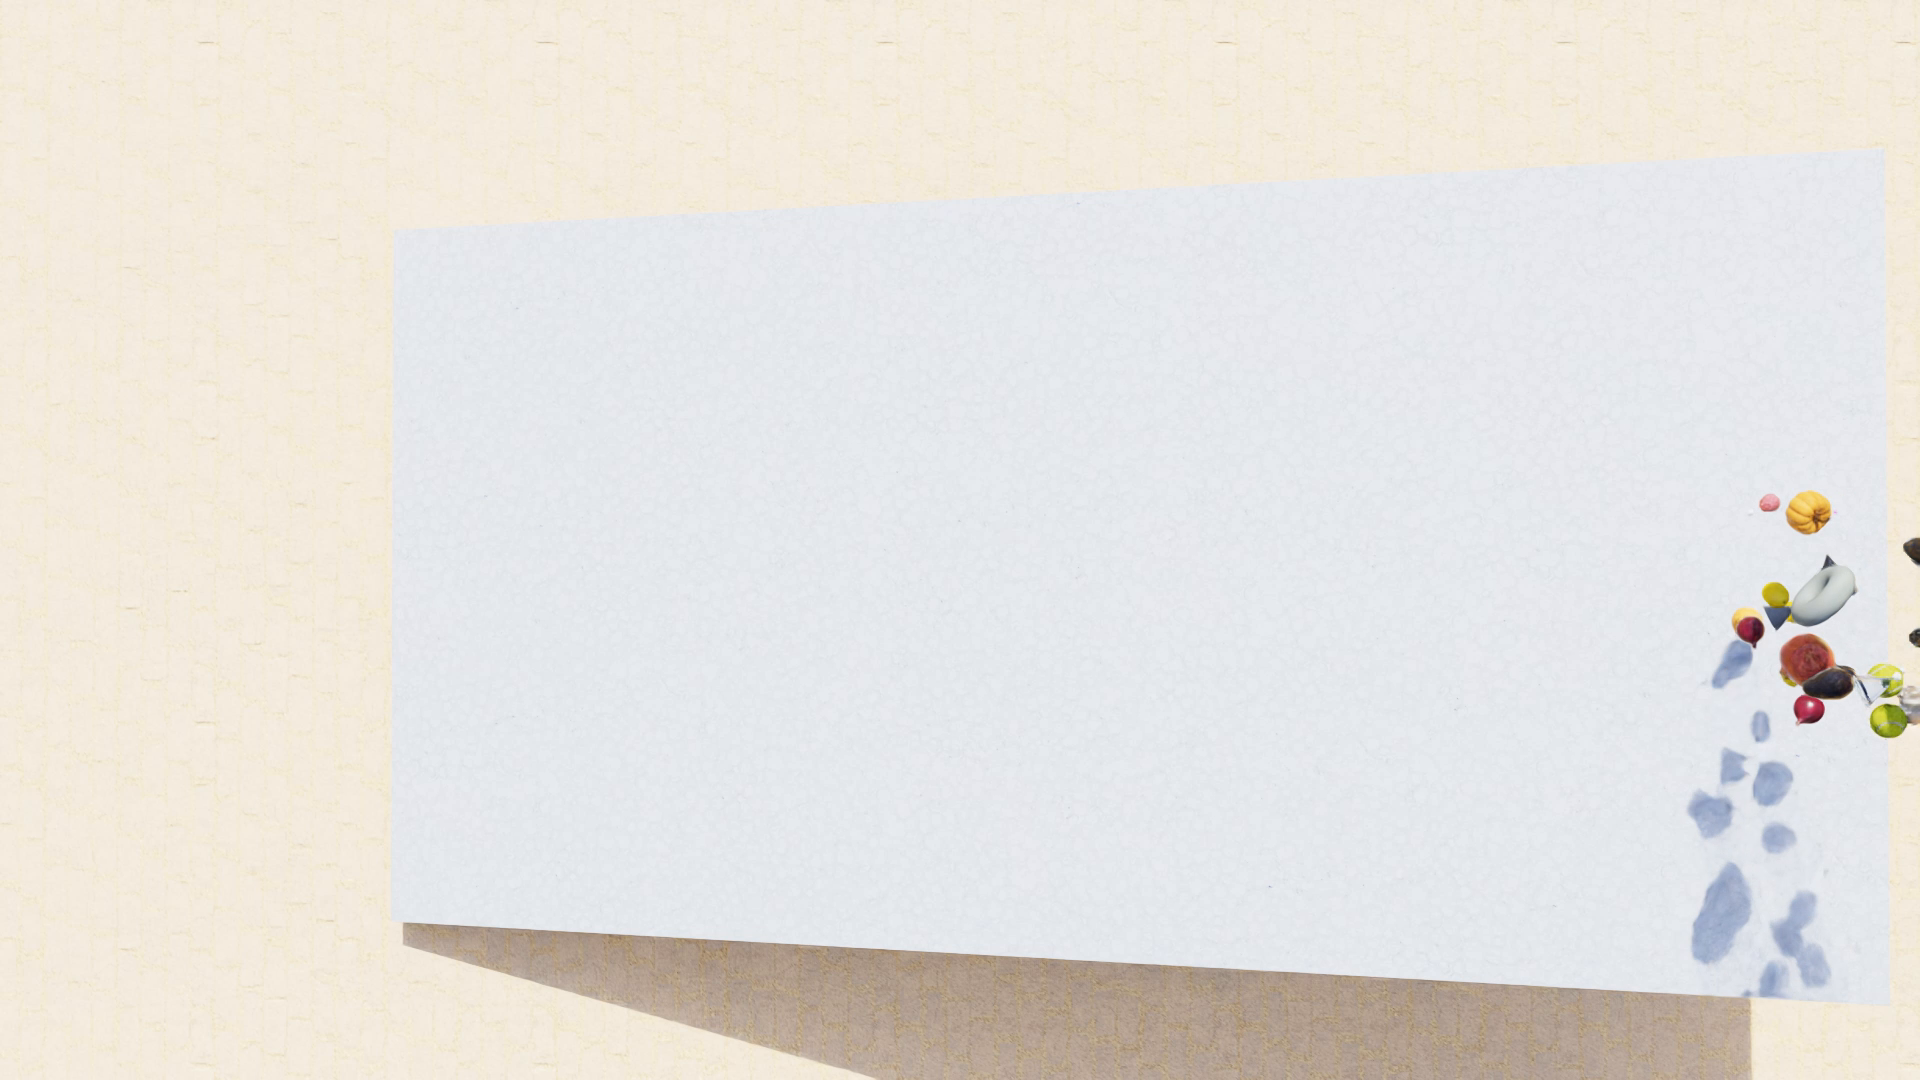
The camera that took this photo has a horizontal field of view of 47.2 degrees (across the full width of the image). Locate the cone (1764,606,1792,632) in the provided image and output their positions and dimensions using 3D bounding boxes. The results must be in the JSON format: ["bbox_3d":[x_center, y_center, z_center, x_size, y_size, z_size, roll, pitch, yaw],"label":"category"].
[{"bbox_3d":[1.809,0.158,4.827,0.064,0.064,0.064,-30,89,25],"label":"cone"}]

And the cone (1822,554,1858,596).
[{"bbox_3d":[1.857,0.071,4.687,0.092,0.092,0.092,-18,104,0],"label":"cone"}]

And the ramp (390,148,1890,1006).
[{"bbox_3d":[0.276,0.093,5.793,4.000,0.100,2.000,0,89,18],"label":"ramp"}]

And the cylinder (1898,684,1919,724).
[{"bbox_3d":[1.932,0.333,4.442,0.062,0.062,0.062,-16,100,0],"label":"cylinder"}]

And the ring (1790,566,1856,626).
[{"bbox_3d":[1.711,0.111,4.360,0.049,0.147,0.147,42,89,-3],"label":"ring"}]
